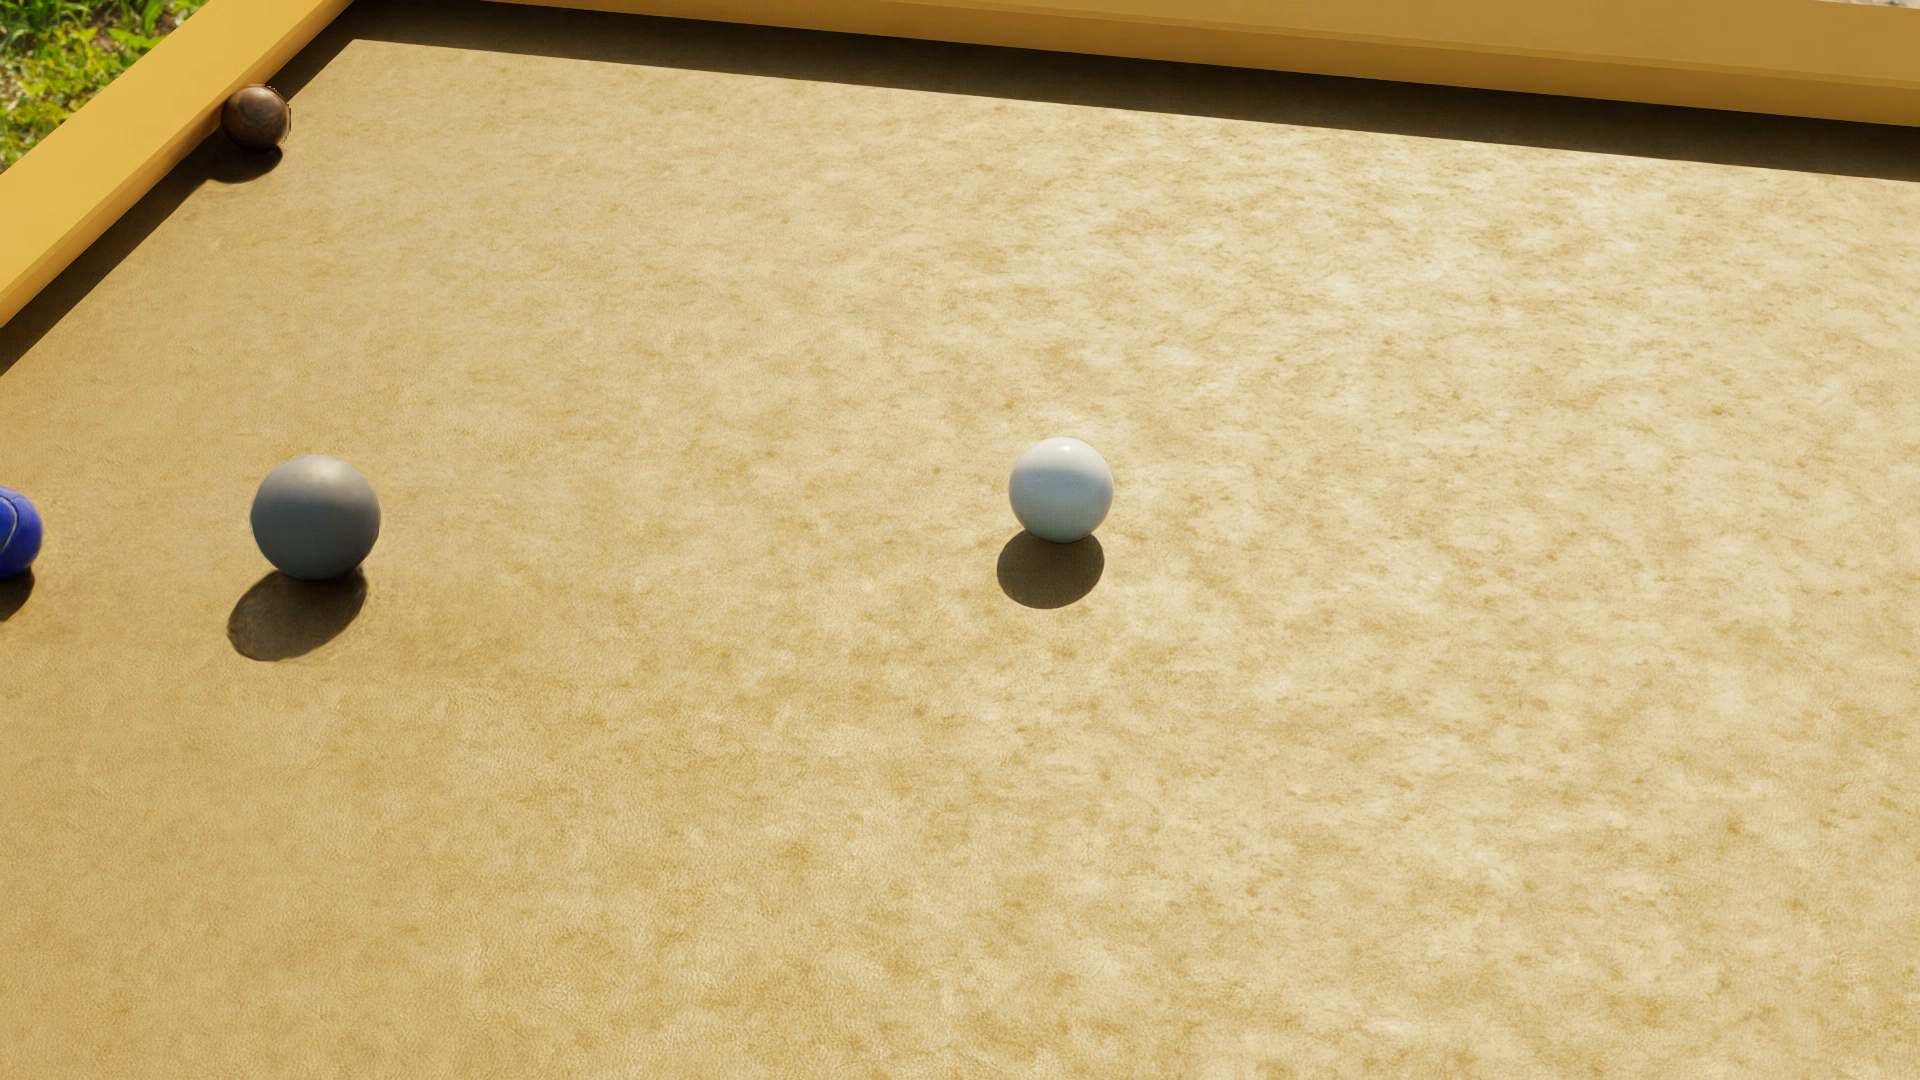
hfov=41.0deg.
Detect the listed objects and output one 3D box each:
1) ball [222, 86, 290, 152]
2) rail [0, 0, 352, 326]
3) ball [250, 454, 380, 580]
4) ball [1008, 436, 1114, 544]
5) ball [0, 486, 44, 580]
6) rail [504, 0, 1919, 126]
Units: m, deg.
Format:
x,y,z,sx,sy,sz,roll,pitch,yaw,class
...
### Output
x,y,z,sx,sy,sz,roll,pitch,yaw,class
-0.709,-0.424,2.581,0.066,0.066,0.066,0,34,0,ball
-0.881,-0.127,2.087,0.045,0.125,2.035,7,35,10,rail
-0.490,-0.017,1.952,0.096,0.096,0.096,0,34,0,ball
0.079,-0.039,1.997,0.083,0.083,0.083,0,34,0,ball
-0.737,-0.006,1.956,0.073,0.073,0.073,0,34,0,ball
1.118,-0.450,2.565,3.704,0.125,0.045,7,35,10,rail
